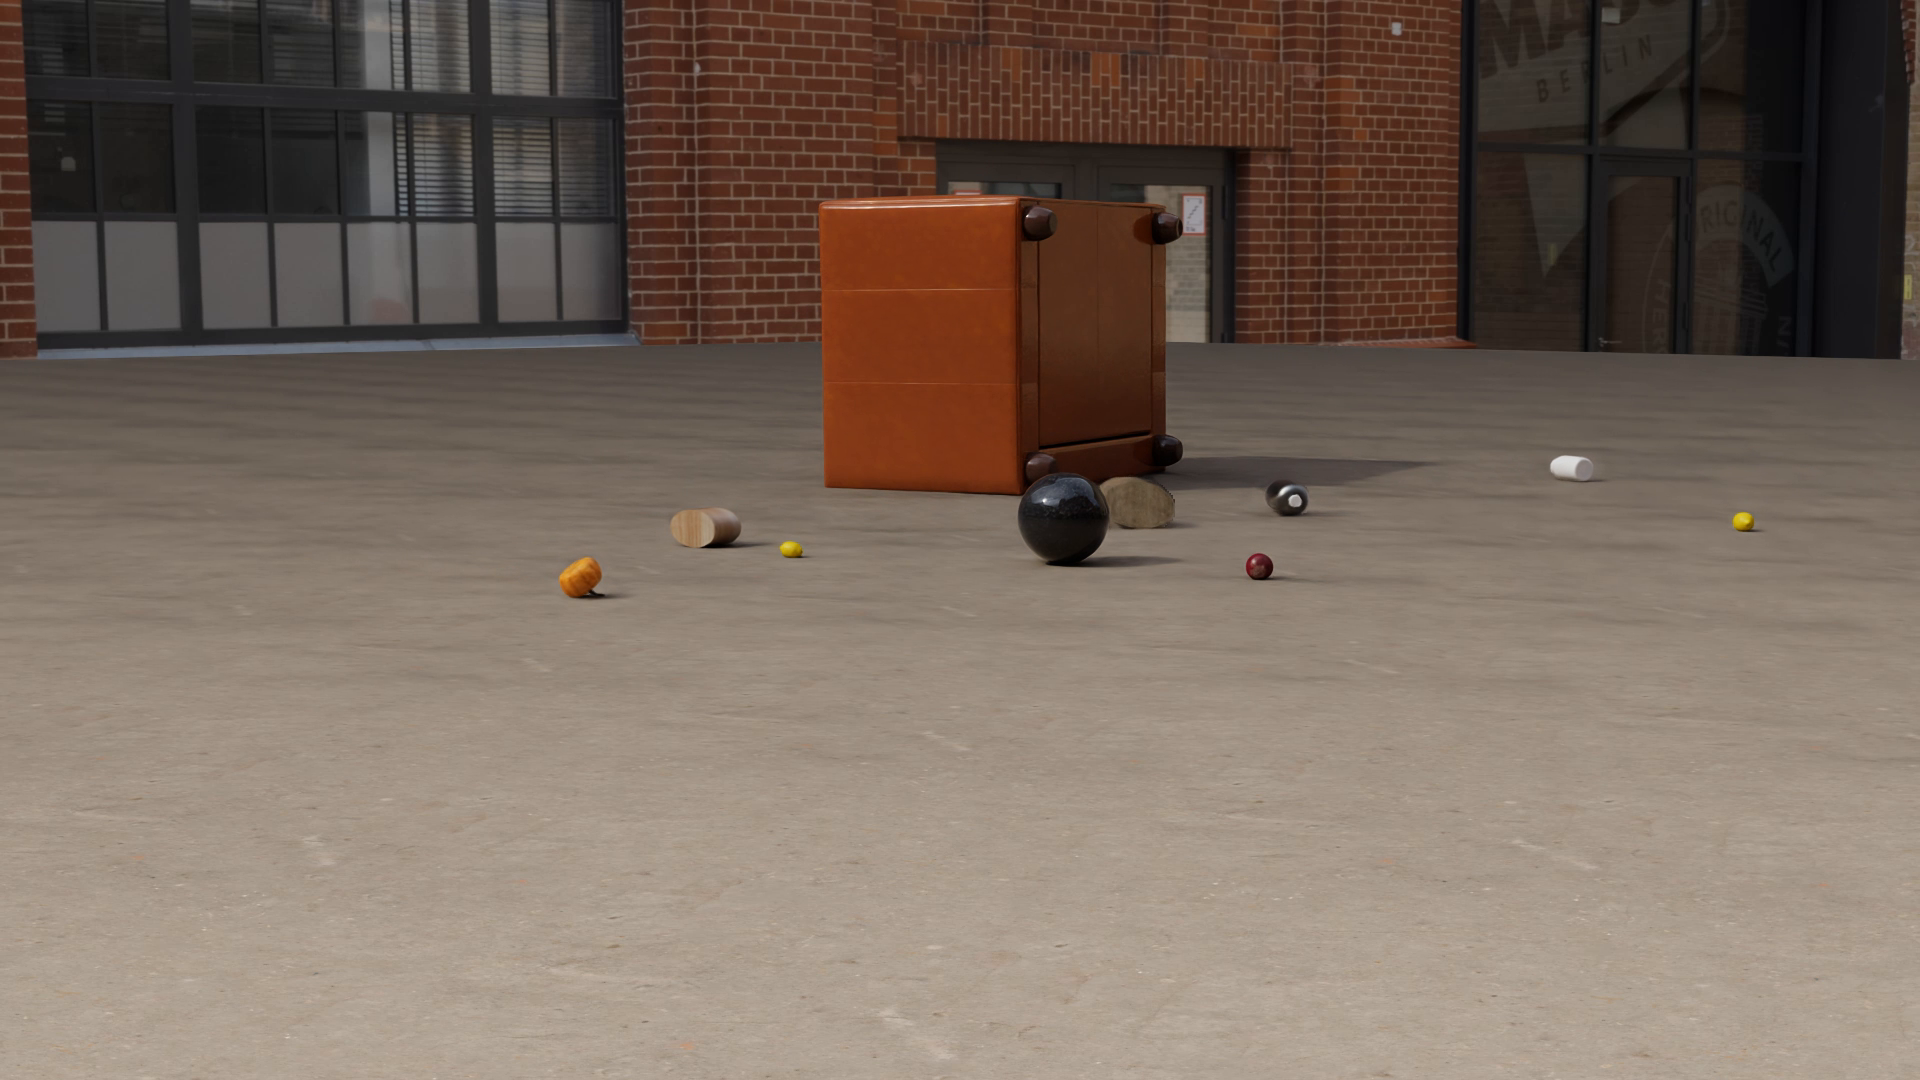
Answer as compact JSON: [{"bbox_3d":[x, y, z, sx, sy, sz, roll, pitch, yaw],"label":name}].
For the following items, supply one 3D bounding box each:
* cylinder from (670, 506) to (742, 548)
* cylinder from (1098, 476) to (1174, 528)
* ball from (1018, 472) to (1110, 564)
[{"bbox_3d":[-0.621,-0.032,6.269,0.147,0.092,0.094,6,8,36],"label":"cylinder"},{"bbox_3d":[0.459,-0.099,6.773,0.186,0.122,0.180,8,5,-6],"label":"cylinder"},{"bbox_3d":[0.237,-0.050,5.868,0.212,0.212,0.212,0,6,0],"label":"ball"}]
